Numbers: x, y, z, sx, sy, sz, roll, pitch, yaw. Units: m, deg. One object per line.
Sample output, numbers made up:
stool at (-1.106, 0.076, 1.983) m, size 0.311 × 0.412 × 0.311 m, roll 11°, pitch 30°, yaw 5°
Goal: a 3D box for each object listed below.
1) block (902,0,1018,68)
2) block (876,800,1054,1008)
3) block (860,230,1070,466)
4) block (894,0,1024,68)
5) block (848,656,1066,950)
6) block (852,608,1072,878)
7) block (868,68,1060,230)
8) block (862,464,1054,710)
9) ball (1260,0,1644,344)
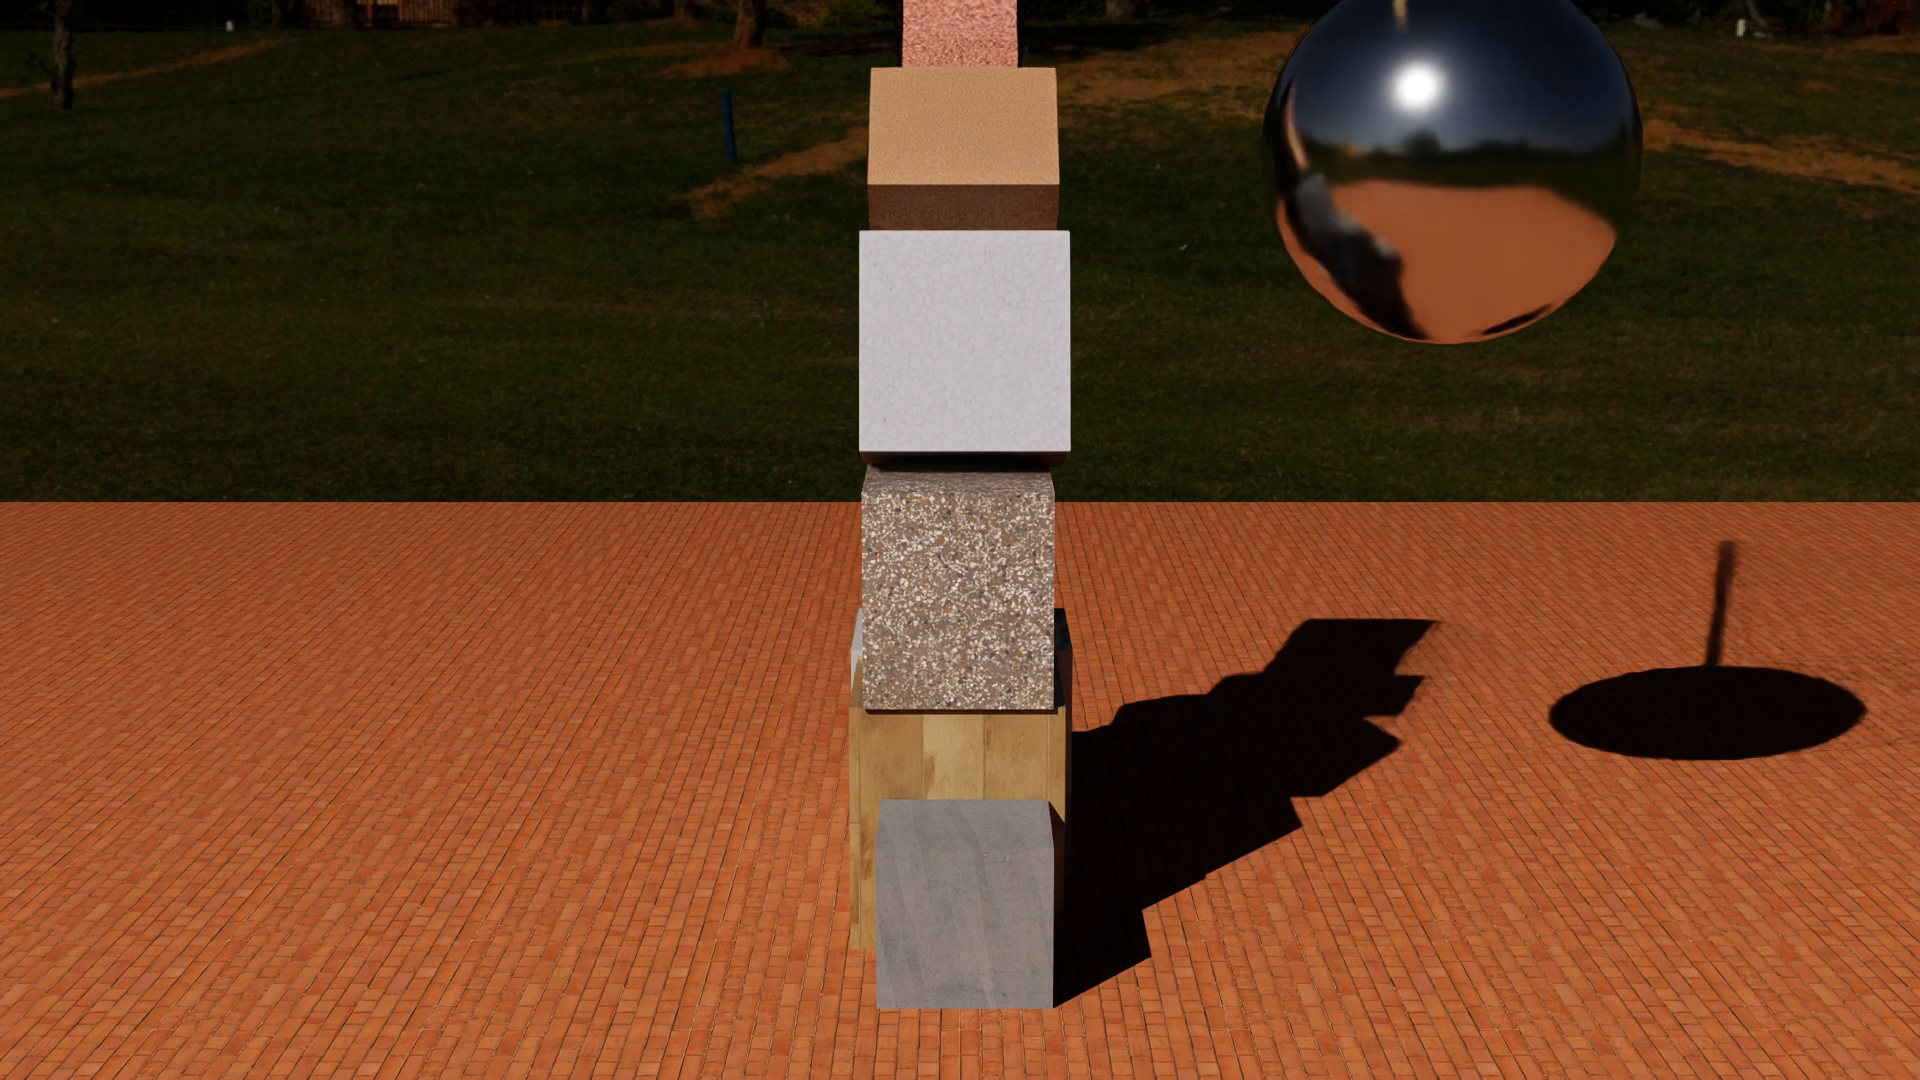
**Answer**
block at (0.000, -2.080, 11.800) m, size 0.518 × 0.572 × 0.574 m, roll 0°, pitch 53°, yaw 0°
block at (0.018, 1.412, 10.028) m, size 0.671 × 0.633 × 0.663 m, roll 0°, pitch 10°, yaw 0°
block at (0.019, -0.790, 10.836) m, size 0.857 × 0.901 × 0.810 m, roll 0°, pitch -3°, yaw 0°
block at (-0.004, -2.552, 12.137) m, size 0.592 × 0.529 × 0.568 m, roll 0°, pitch 55°, yaw 0°
block at (-0.011, 1.084, 10.781) m, size 0.866 × 1.010 × 0.915 m, roll 0°, pitch 10°, yaw 0°
block at (0.008, 0.908, 11.678) m, size 0.963 × 1.035 × 0.894 m, roll 0°, pitch 10°, yaw 0°
block at (0.015, -1.562, 11.412) m, size 0.813 × 0.780 × 0.719 m, roll 0°, pitch 53°, yaw 0°
block at (-0.007, 0.175, 10.517) m, size 0.758 × 0.873 × 0.777 m, roll 0°, pitch 10°, yaw 0°
ball at (2.074, -1.630, 10.884) m, size 1.600 × 1.600 × 1.600 m, roll 0°, pitch 10°, yaw 0°
